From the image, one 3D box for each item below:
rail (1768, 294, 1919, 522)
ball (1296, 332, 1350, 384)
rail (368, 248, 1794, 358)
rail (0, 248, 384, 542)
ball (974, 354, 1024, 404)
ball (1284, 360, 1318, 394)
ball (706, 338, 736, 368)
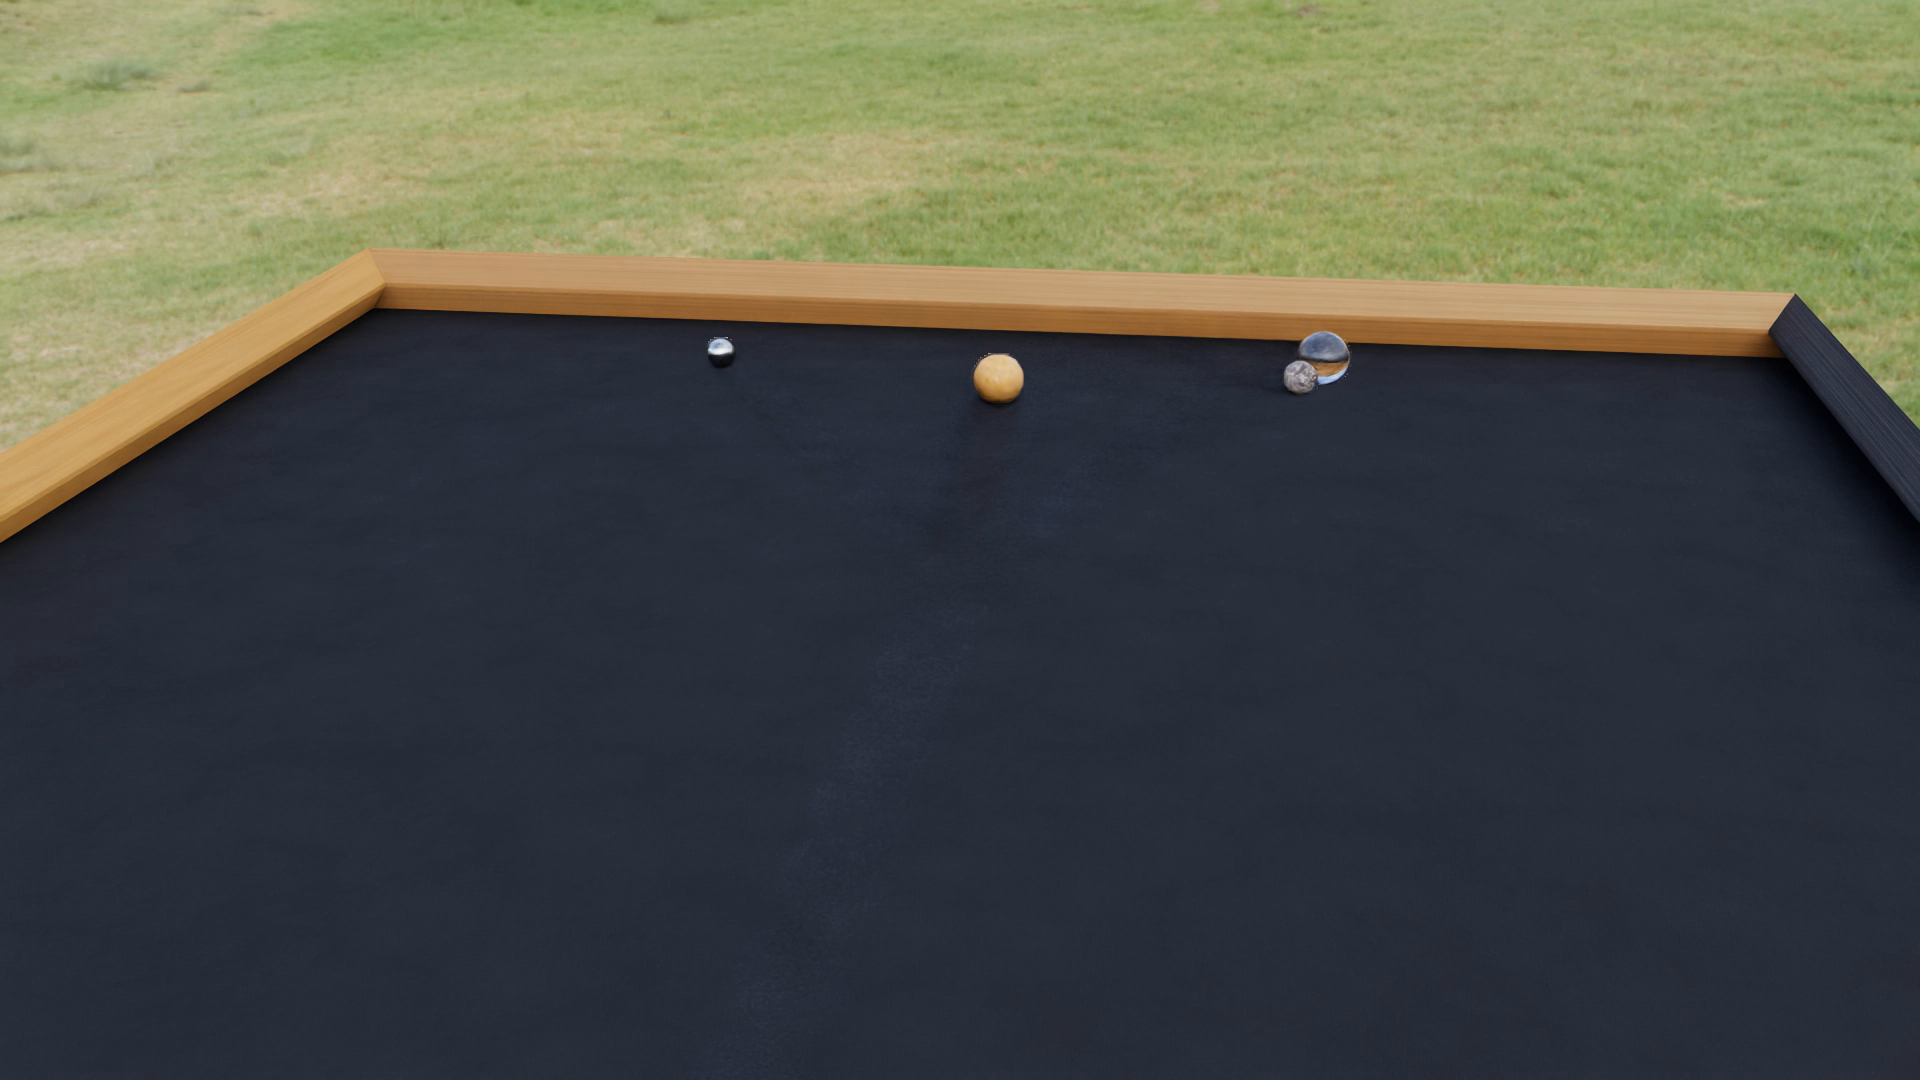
[{"bbox_3d":[1.016,0.414,1.485,0.045,0.106,4.472,3,20,7],"label":"rail"},{"bbox_3d":[0.566,-0.284,3.426,0.082,0.082,0.082,0,20,0],"label":"ball"},{"bbox_3d":[0.151,-0.397,3.695,2.411,0.106,0.045,3,20,7],"label":"rail"},{"bbox_3d":[-1.325,0.302,1.791,0.045,0.106,4.472,3,20,7],"label":"rail"},{"bbox_3d":[0.059,-0.243,3.323,0.076,0.076,0.076,0,20,0],"label":"ball"},{"bbox_3d":[0.523,-0.250,3.376,0.052,0.052,0.052,0,20,0],"label":"ball"},{"bbox_3d":[-0.383,-0.299,3.520,0.046,0.046,0.046,0,20,0],"label":"ball"}]
